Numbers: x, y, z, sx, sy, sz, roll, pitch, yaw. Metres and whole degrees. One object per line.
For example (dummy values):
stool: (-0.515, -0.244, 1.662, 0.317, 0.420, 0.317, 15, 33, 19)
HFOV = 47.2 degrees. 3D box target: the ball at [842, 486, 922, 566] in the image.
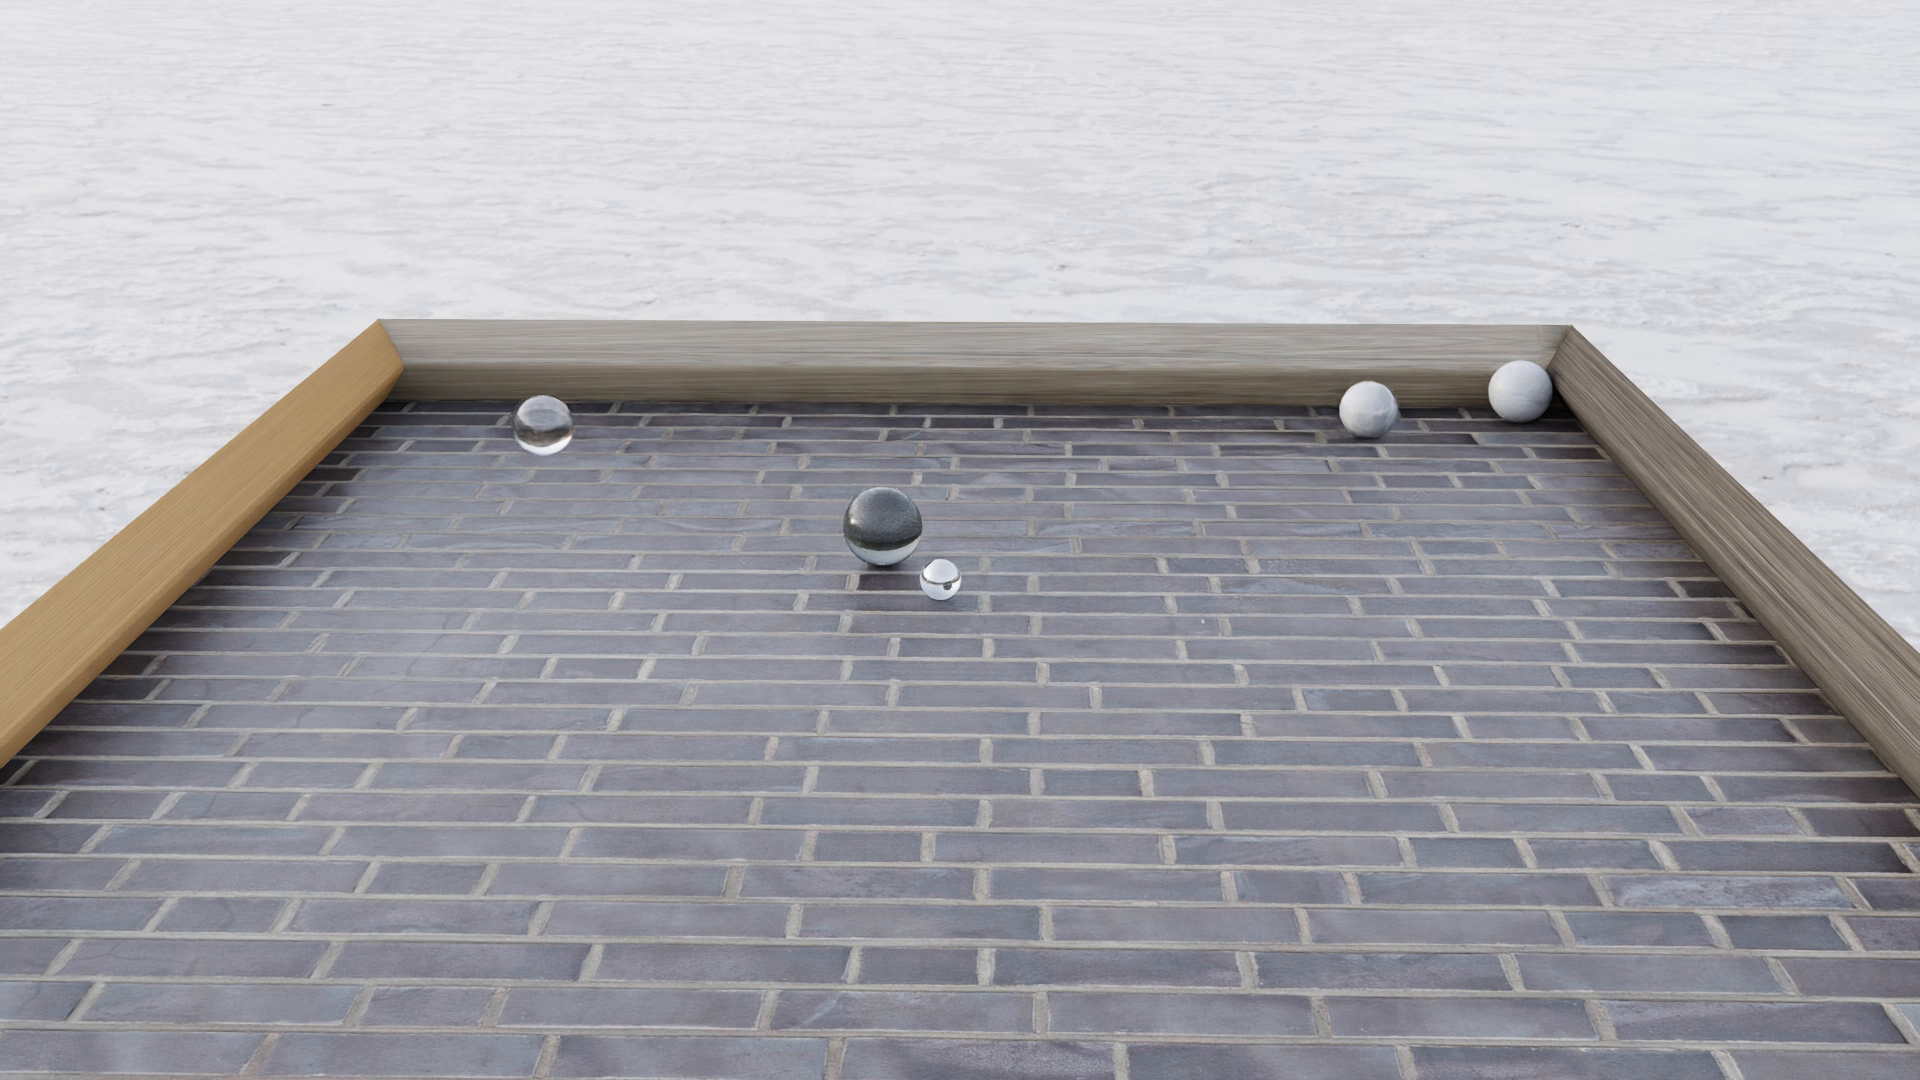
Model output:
ball: (-0.090, -0.016, 2.546, 0.093, 0.093, 0.093, 0, 19, 0)

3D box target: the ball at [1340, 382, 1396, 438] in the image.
ball: (0.567, -0.181, 3.057, 0.079, 0.079, 0.079, 0, 19, 0)

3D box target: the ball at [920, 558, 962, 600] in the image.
ball: (-0.022, 0.044, 2.443, 0.046, 0.046, 0.046, 0, 19, 0)

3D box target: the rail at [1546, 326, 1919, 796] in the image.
rail: (0.831, 0.225, 1.788, 0.045, 0.120, 2.998, 0, 19, 1)

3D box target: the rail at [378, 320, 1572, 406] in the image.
rail: (0.016, -0.253, 3.203, 1.744, 0.120, 0.045, 0, 19, 1)

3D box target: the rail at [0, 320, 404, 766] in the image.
rail: (-0.865, 0.213, 1.824, 0.045, 0.120, 2.998, 0, 19, 1)

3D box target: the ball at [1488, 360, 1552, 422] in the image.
ball: (0.798, -0.211, 3.130, 0.090, 0.090, 0.090, 0, 19, 0)

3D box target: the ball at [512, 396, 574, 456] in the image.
ball: (-0.563, -0.155, 2.975, 0.082, 0.082, 0.082, 0, 19, 0)
